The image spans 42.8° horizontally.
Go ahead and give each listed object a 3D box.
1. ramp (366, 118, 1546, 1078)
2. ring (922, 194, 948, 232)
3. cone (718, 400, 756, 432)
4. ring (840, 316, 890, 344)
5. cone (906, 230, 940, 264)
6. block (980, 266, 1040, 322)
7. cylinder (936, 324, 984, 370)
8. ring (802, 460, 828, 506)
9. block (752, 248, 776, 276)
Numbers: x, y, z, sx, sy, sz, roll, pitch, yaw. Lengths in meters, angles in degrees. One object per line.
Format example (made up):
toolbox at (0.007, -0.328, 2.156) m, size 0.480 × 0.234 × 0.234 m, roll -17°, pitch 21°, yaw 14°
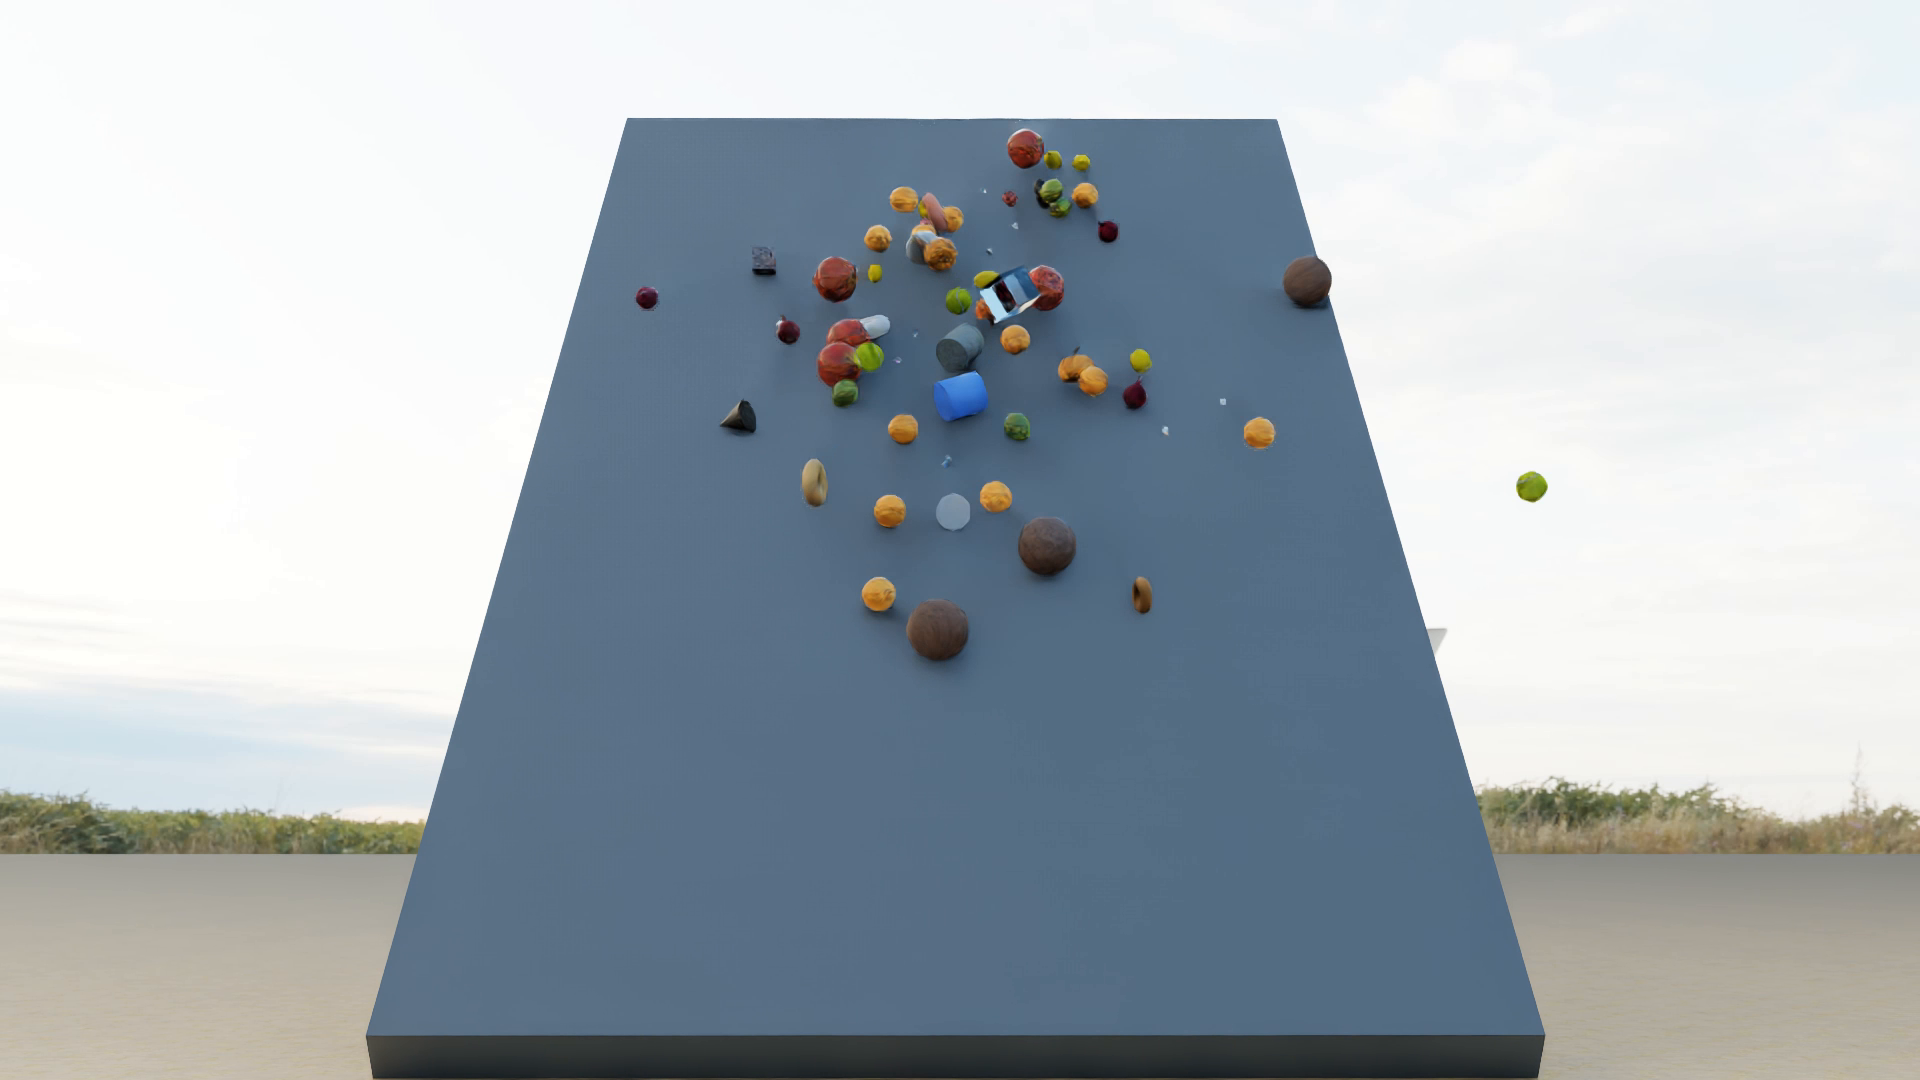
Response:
ramp at (-0.015, -0.187, 5.870) m, size 2.000 × 0.100 × 4.000 m, roll 0°, pitch 32°, yaw 0°
ring at (-0.067, -0.869, 6.505) m, size 0.037 × 0.112 × 0.112 m, roll -25°, pitch -8°, yaw 0°
cone at (-0.546, -0.287, 5.893) m, size 0.082 × 0.082 × 0.082 m, roll -16°, pitch -13°, yaw 21°
ring at (-0.242, -0.537, 6.256) m, size 0.132 × 0.044 × 0.132 m, roll -16°, pitch 14°, yaw 4°
cone at (-0.113, -0.805, 6.598) m, size 0.097 × 0.097 × 0.097 m, roll -2°, pitch -13°, yaw 15°
block at (0.127, -0.621, 6.180) m, size 0.091 × 0.091 × 0.091 m, roll -26°, pitch -7°, yaw -42°
cylinder at (0.000, -0.485, 6.165) m, size 0.090 × 0.090 × 0.090 m, roll -5°, pitch 25°, yaw 35°
ring at (-0.327, -0.128, 5.528) m, size 0.036 × 0.108 × 0.108 m, roll -3°, pitch -8°, yaw 14°
block at (-0.525, -0.748, 6.577) m, size 0.059 × 0.059 × 0.059 m, roll -1°, pitch -12°, yaw 1°
